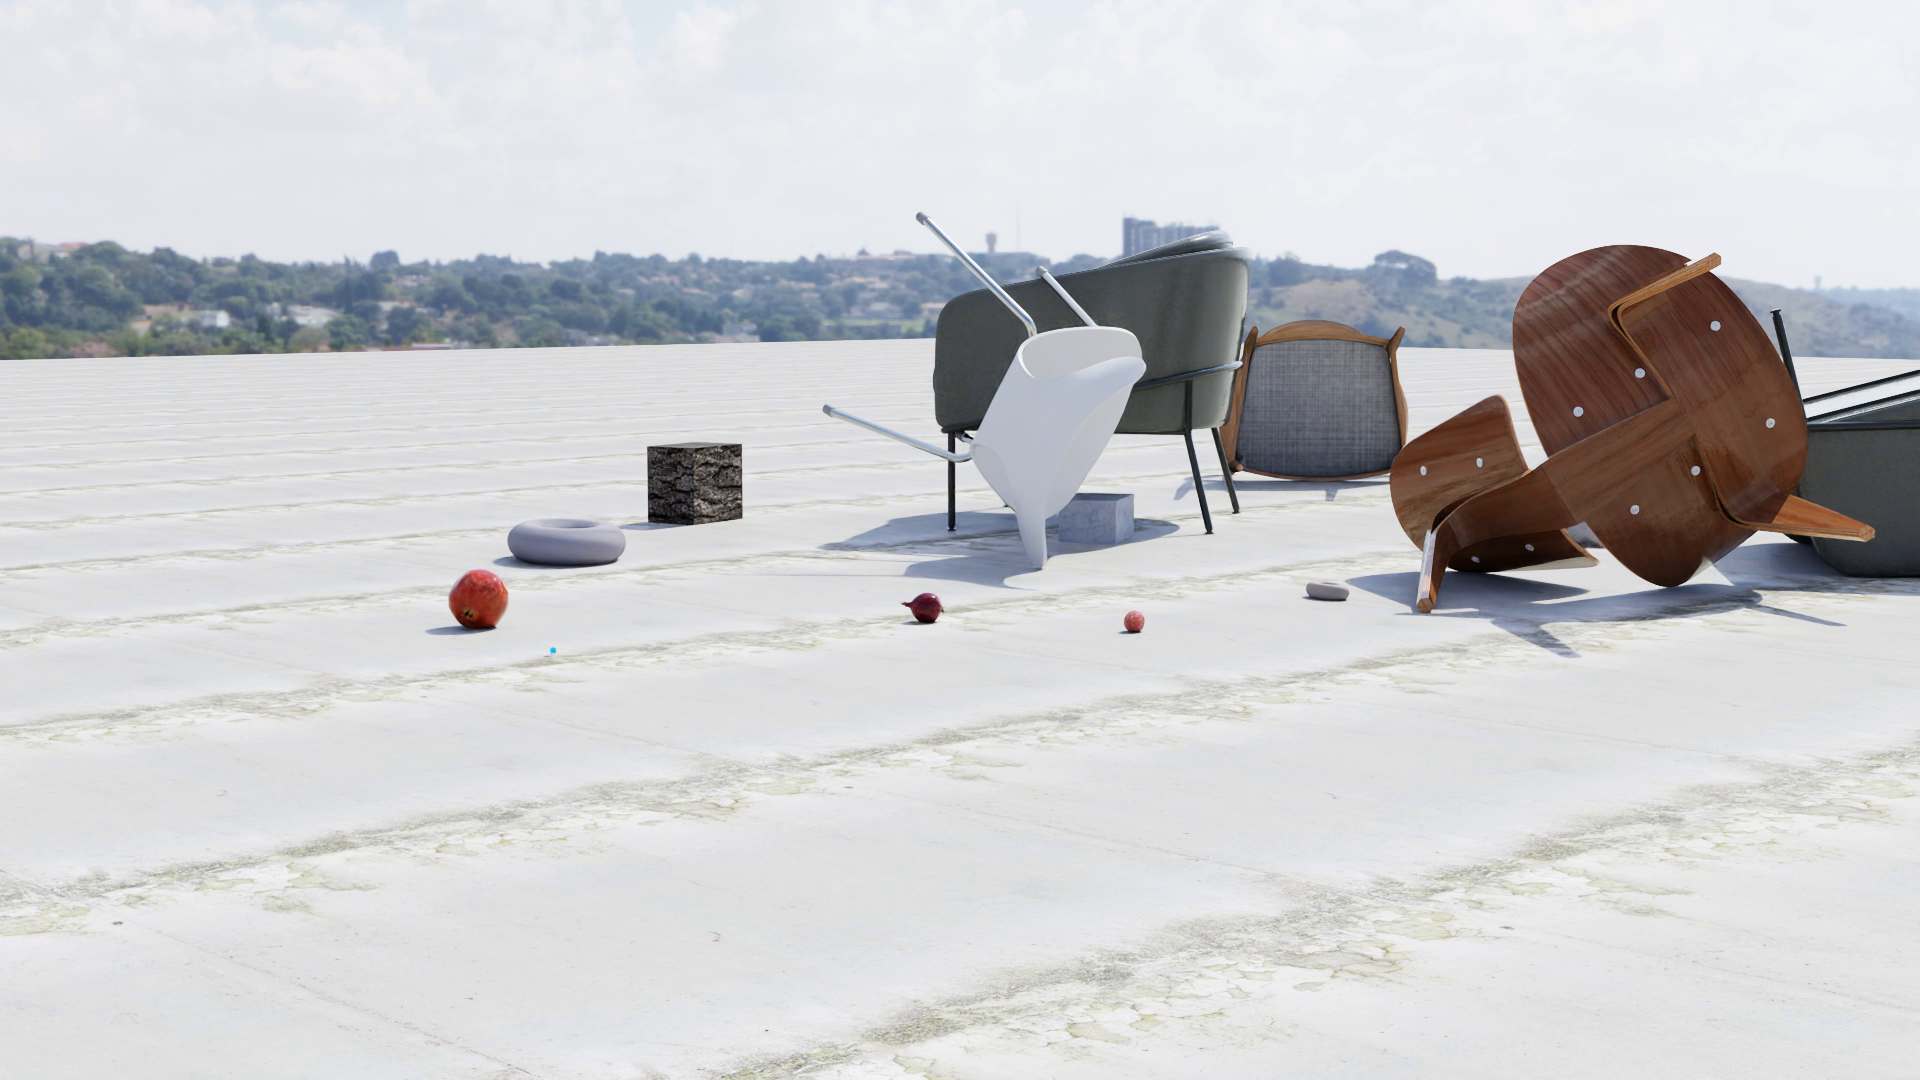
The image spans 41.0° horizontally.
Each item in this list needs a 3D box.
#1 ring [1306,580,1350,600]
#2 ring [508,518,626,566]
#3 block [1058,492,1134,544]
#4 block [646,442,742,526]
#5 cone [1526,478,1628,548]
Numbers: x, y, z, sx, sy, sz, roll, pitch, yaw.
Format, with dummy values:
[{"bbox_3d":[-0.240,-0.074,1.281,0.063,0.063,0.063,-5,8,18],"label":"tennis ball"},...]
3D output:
[{"bbox_3d":[0.753,0.104,5.255,0.067,0.032,0.111,-2,7,-33],"label":"ring"},{"bbox_3d":[-0.915,0.004,5.968,0.272,0.085,0.352,-1,7,-17],"label":"ring"},{"bbox_3d":[0.344,-0.057,6.450,0.144,0.105,0.225,2,6,15],"label":"block"},{"bbox_3d":[-0.713,-0.154,6.910,0.155,0.204,0.216,4,7,32],"label":"block"},{"bbox_3d":[1.551,-0.028,6.290,0.275,0.175,0.205,4,28,-13],"label":"cone"}]
